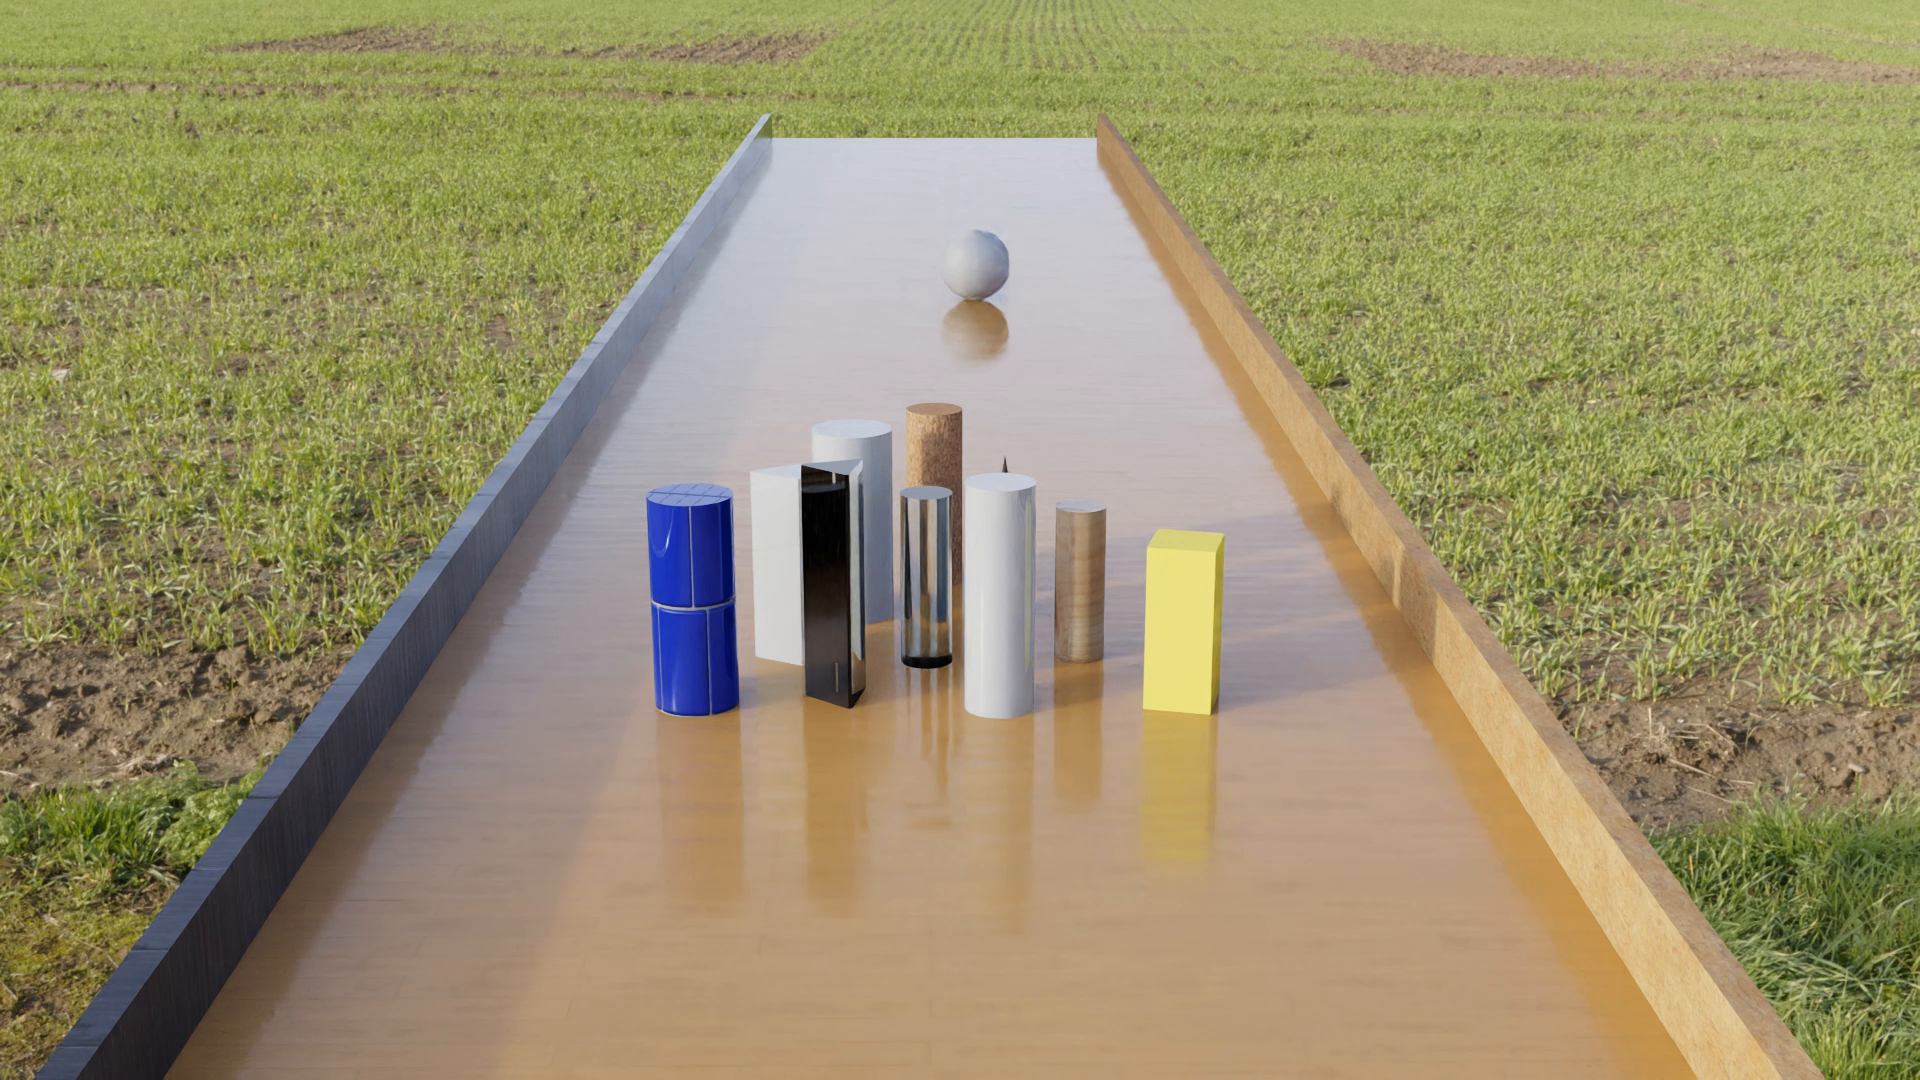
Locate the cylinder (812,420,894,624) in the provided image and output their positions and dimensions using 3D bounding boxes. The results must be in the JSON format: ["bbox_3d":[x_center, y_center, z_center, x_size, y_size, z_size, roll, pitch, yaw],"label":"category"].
[{"bbox_3d":[-0.226,-0.038,4.645,0.169,0.405,0.169,0,17,0],"label":"cylinder"}]

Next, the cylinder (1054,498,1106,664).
[{"bbox_3d":[0.240,0.083,4.398,0.100,0.314,0.100,0,17,0],"label":"cylinder"}]

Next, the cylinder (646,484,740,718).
[{"bbox_3d":[-0.500,0.112,4.129,0.160,0.410,0.160,0,17,0],"label":"cylinder"}]

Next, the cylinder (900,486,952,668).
[{"bbox_3d":[-0.066,0.074,4.367,0.103,0.349,0.103,0,17,0],"label":"cylinder"}]

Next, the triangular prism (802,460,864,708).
[{"bbox_3d":[-0.218,0.078,4.163,0.118,0.457,0.102,14,21,39],"label":"triangular prism"}]

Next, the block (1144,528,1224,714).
[{"bbox_3d":[0.423,0.153,4.153,0.127,0.318,0.127,4,17,13],"label":"block"}]

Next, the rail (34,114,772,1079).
[{"bbox_3d":[-1.118,-0.838,7.780,0.050,0.150,12.000,0,17,-1],"label":"rail"}]

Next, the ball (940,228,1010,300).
[{"bbox_3d":[0.057,-1.030,8.226,0.264,0.264,0.264,0,17,0],"label":"ball"}]

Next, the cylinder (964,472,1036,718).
[{"bbox_3d":[0.074,0.104,4.106,0.132,0.440,0.132,0,17,0],"label":"cylinder"}]

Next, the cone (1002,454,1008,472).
[{"bbox_3d":[0.094,-0.010,4.641,0.122,0.352,0.122,0,17,0],"label":"cone"}]

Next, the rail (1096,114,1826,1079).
[{"bbox_3d":[0.932,-0.844,7.801,0.050,0.150,12.000,0,17,-1],"label":"rail"}]

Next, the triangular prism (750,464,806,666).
[{"bbox_3d":[-0.337,0.045,4.400,0.117,0.385,0.102,9,19,28],"label":"triangular prism"}]

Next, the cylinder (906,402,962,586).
[{"bbox_3d":[-0.056,-0.099,4.872,0.123,0.393,0.123,0,17,0],"label":"cylinder"}]
